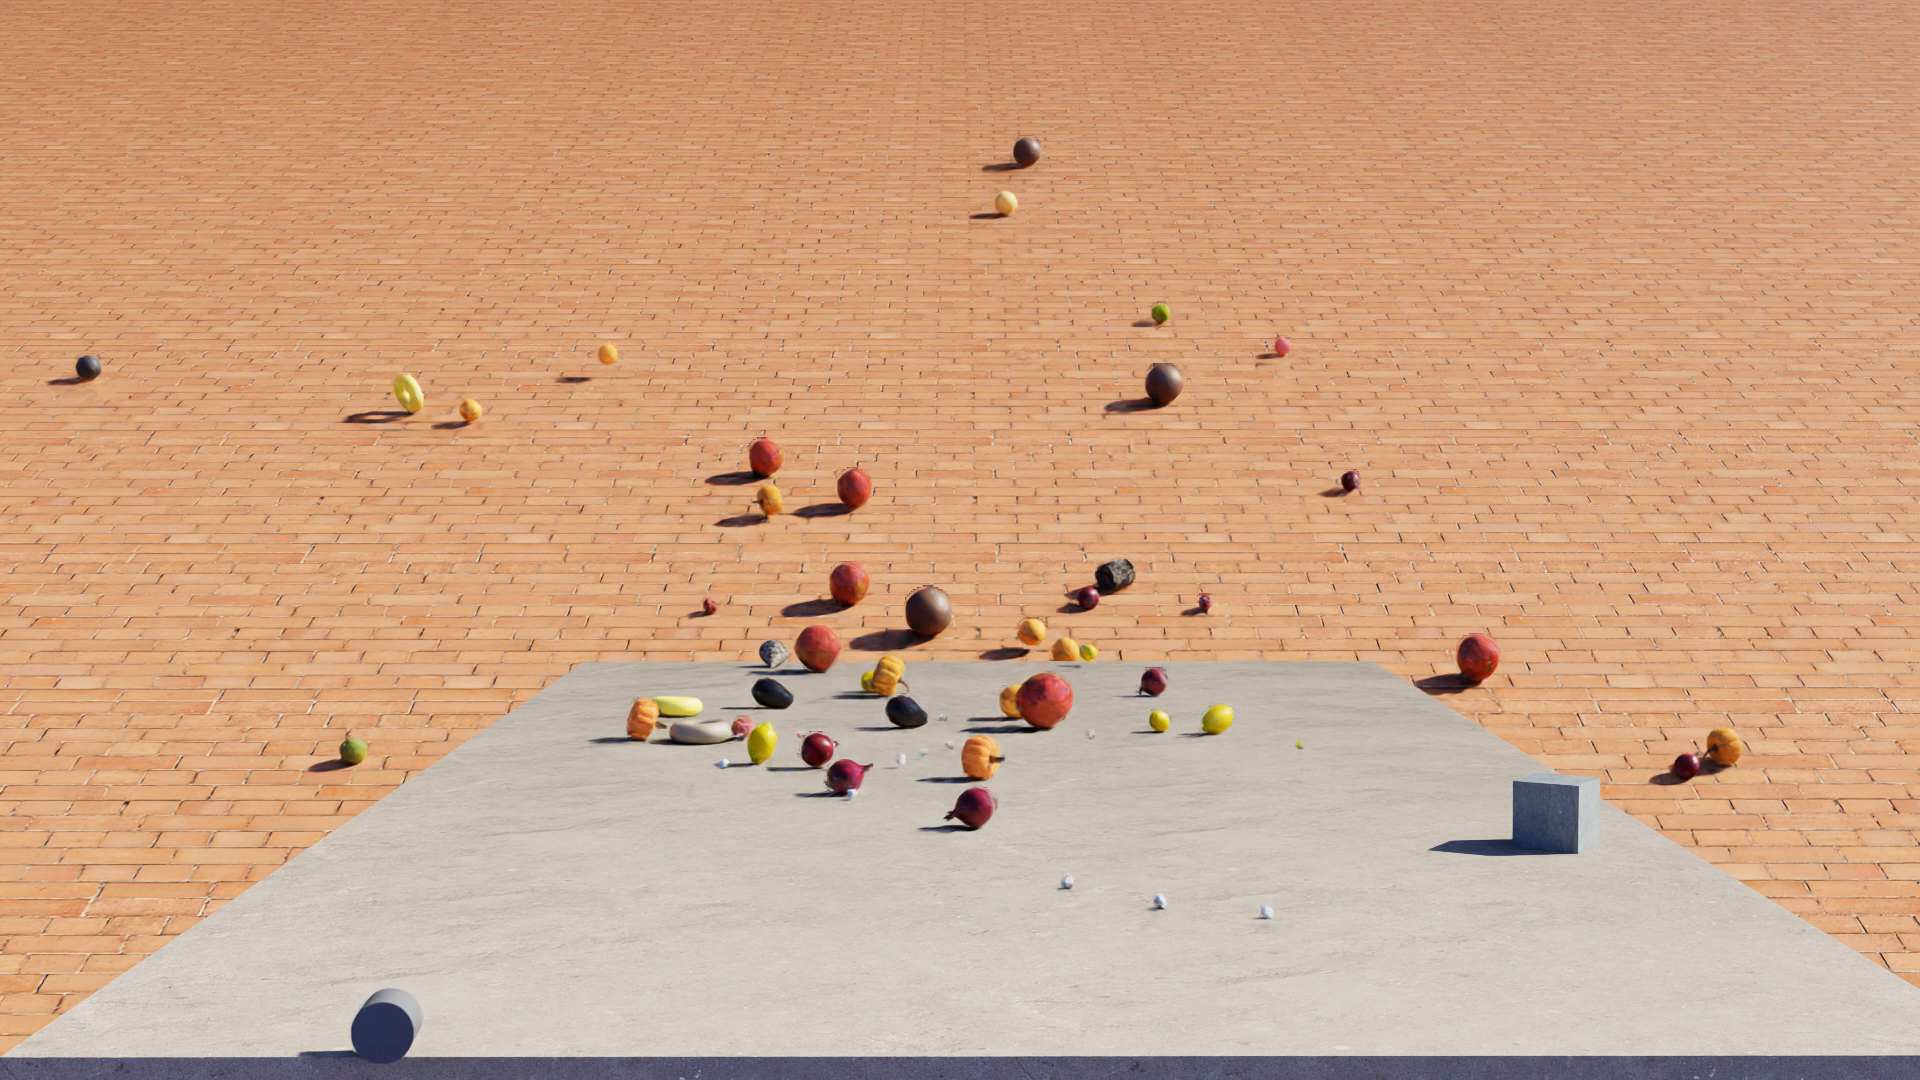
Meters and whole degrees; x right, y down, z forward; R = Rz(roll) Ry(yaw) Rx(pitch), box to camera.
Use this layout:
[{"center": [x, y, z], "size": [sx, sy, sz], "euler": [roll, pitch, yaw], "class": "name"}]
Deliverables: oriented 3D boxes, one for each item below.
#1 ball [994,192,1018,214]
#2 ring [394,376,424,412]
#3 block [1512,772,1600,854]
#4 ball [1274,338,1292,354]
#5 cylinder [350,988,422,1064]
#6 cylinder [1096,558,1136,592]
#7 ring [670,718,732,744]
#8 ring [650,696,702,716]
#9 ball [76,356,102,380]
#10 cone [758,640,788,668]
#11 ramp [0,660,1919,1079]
[{"center": [0.197, -1.444, 11.021], "size": [0.098, 0.098, 0.098], "euler": [0, 22, 0], "class": "ball"}, {"center": [-1.840, -0.489, 8.582], "size": [0.132, 0.132, 0.044], "euler": [20, 39, 41], "class": "ring"}, {"center": [0.870, 0.398, 3.751], "size": [0.098, 0.098, 0.098], "euler": [2, 3, 31], "class": "block"}, {"center": [1.155, -0.693, 9.198], "size": [0.060, 0.060, 0.060], "euler": [0, 22, 0], "class": "ball"}, {"center": [-0.564, 0.478, 2.532], "size": [0.061, 0.061, 0.061], "euler": [-2, 3, -4], "class": "cylinder"}, {"center": [0.436, 0.099, 7.200], "size": [0.077, 0.077, 0.077], "euler": [-16, 27, -35], "class": "cylinder"}, {"center": [-0.499, 0.368, 4.945], "size": [0.120, 0.040, 0.120], "euler": [-1, 3, 0], "class": "ring"}, {"center": [-0.594, 0.347, 5.381], "size": [0.110, 0.037, 0.110], "euler": [1, -1, 0], "class": "ring"}, {"center": [-3.026, -0.599, 8.929], "size": [0.087, 0.087, 0.087], "euler": [0, 22, 0], "class": "ball"}, {"center": [-0.465, 0.299, 6.377], "size": [0.074, 0.074, 0.074], "euler": [0, 29, 1], "class": "cone"}, {"center": [0.051, 0.458, 4.533], "size": [2.000, 0.100, 4.000], "euler": [0, 3, 0], "class": "ramp"}]
